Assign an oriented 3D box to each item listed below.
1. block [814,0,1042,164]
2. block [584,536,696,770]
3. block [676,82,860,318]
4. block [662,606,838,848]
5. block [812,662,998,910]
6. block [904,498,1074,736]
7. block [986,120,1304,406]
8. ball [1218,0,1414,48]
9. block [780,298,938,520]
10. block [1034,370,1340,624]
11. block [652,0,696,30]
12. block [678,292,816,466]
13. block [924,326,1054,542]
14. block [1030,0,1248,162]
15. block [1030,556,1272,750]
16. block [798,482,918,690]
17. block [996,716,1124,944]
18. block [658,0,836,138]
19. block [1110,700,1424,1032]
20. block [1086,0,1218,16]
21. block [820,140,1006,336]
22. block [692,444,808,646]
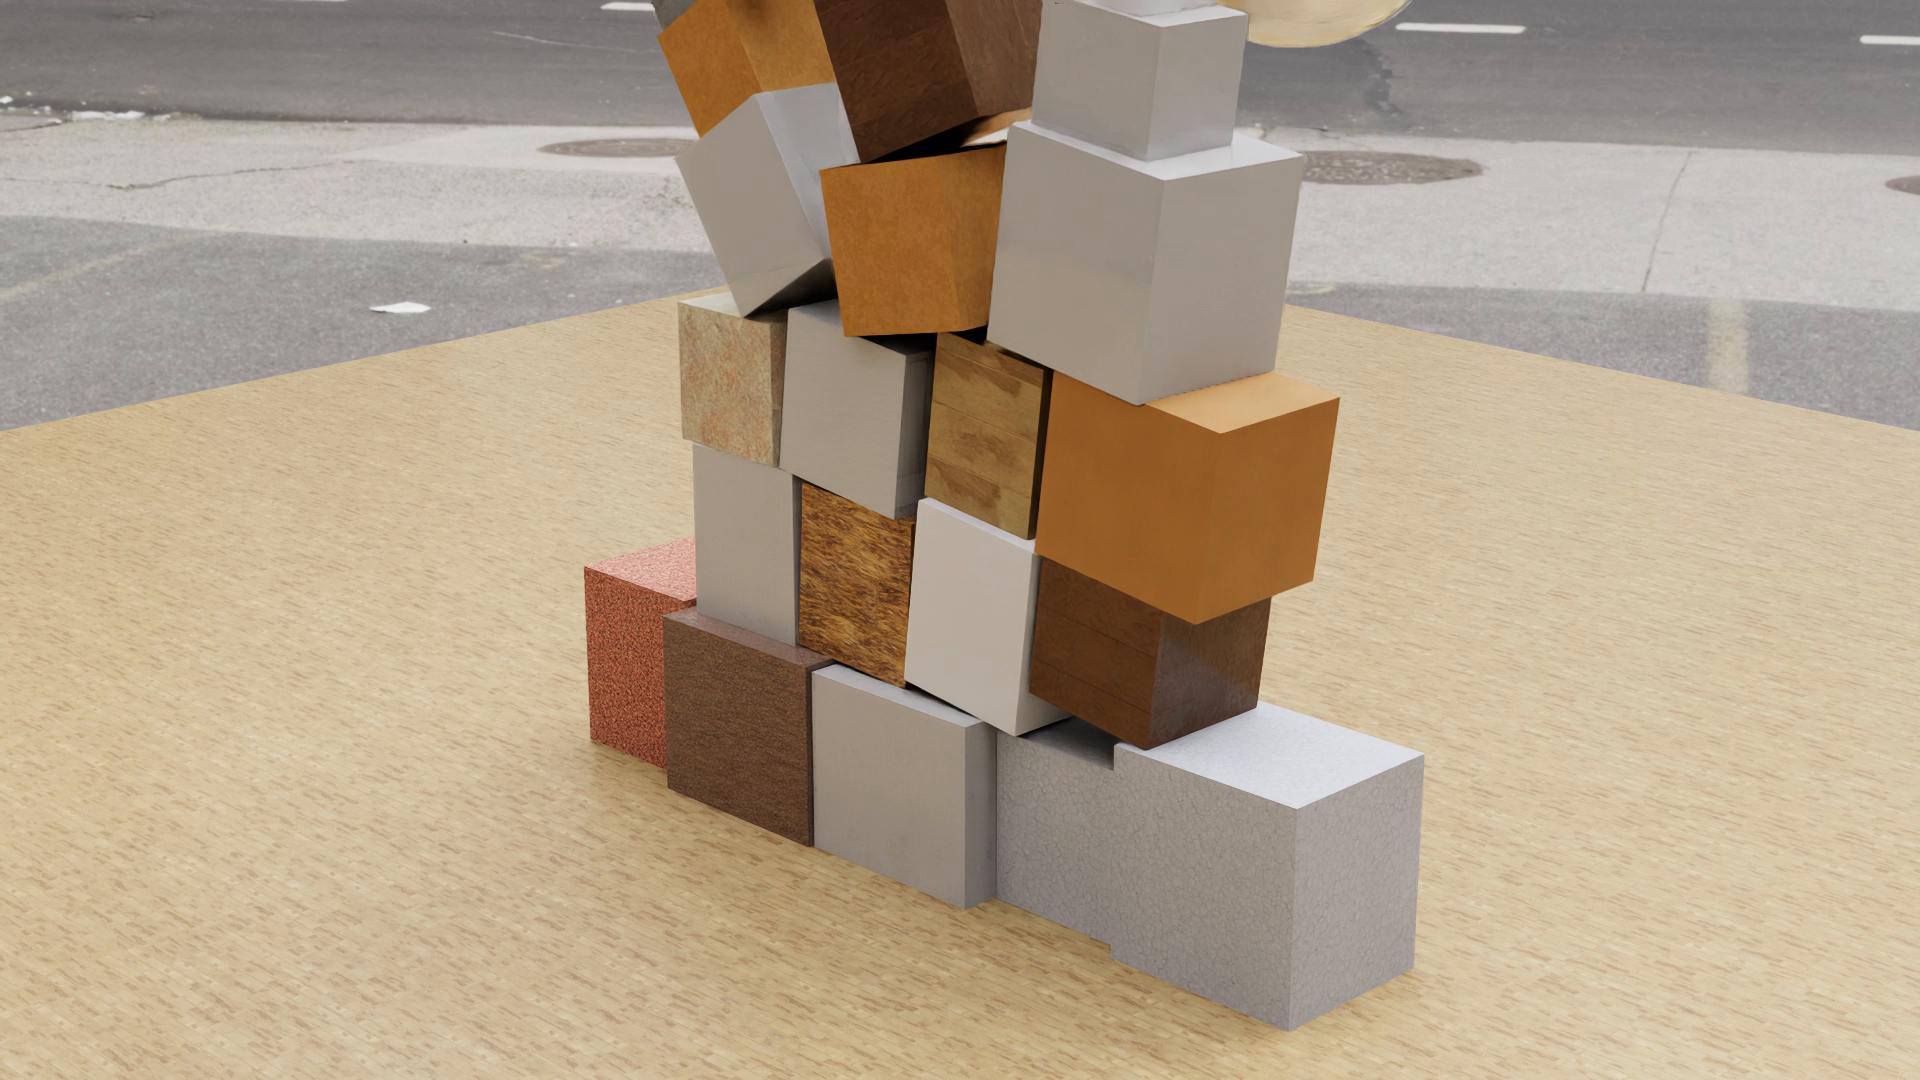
[{"bbox_3d":[-0.069,-2.118,12.651,0.733,0.748,0.633,-15,2,44],"label":"block"},{"bbox_3d":[-1.352,0.579,14.942,0.763,0.935,0.791,-17,24,-42],"label":"block"},{"bbox_3d":[-0.695,-1.590,13.578,0.762,0.816,0.672,-17,-9,-43],"label":"block"},{"bbox_3d":[-0.705,0.793,14.323,1.051,0.899,1.032,-17,24,-42],"label":"block"},{"bbox_3d":[0.032,1.021,13.645,1.024,0.870,1.000,-17,24,-42],"label":"block"},{"bbox_3d":[0.307,0.259,13.112,0.785,0.870,0.708,-16,30,-42],"label":"block"},{"bbox_3d":[0.762,-1.211,12.197,0.837,0.941,0.886,-16,31,-41],"label":"block"},{"bbox_3d":[1.623,-3.165,14.048,1.600,1.600,1.600,0,17,0],"label":"ball"},{"bbox_3d":[-0.253,-0.651,13.421,0.795,0.771,0.771,-17,30,-42],"label":"block"},{"bbox_3d":[0.945,-0.270,12.299,0.896,0.833,0.783,25,29,38],"label":"block"},{"bbox_3d":[-1.153,-2.720,13.678,0.498,0.489,0.475,-15,-10,-43],"label":"block"},{"bbox_3d":[-0.825,-0.811,13.973,0.755,0.671,0.685,-16,23,-41],"label":"block"},{"bbox_3d":[0.354,-0.533,12.878,0.729,0.775,0.637,-17,31,-42],"label":"block"},{"bbox_3d":[0.727,-1.919,11.945,0.634,0.547,0.540,25,30,38],"label":"block"},{"bbox_3d":[0.821,0.400,12.596,0.725,0.642,0.683,-17,31,-42],"label":"block"},{"bbox_3d":[-0.229,0.133,13.622,0.719,0.797,0.727,-16,27,-42],"label":"block"},{"bbox_3d":[0.665,1.239,13.046,0.642,0.812,0.773,-17,24,-42],"label":"block"},{"bbox_3d":[-0.944,-2.235,13.617,0.572,0.564,0.519,-17,-9,-42],"label":"block"},{"bbox_3d":[1.293,1.345,12.425,0.847,0.983,0.980,-17,24,-42],"label":"block"},{"bbox_3d":[0.736,-2.449,11.798,0.465,0.541,0.494,25,29,38],"label":"block"},{"bbox_3d":[0.003,-1.346,12.913,0.744,0.739,0.875,1,13,46],"label":"block"},{"bbox_3d":[-0.749,-0.063,14.131,0.709,0.848,0.782,17,24,42],"label":"block"}]
